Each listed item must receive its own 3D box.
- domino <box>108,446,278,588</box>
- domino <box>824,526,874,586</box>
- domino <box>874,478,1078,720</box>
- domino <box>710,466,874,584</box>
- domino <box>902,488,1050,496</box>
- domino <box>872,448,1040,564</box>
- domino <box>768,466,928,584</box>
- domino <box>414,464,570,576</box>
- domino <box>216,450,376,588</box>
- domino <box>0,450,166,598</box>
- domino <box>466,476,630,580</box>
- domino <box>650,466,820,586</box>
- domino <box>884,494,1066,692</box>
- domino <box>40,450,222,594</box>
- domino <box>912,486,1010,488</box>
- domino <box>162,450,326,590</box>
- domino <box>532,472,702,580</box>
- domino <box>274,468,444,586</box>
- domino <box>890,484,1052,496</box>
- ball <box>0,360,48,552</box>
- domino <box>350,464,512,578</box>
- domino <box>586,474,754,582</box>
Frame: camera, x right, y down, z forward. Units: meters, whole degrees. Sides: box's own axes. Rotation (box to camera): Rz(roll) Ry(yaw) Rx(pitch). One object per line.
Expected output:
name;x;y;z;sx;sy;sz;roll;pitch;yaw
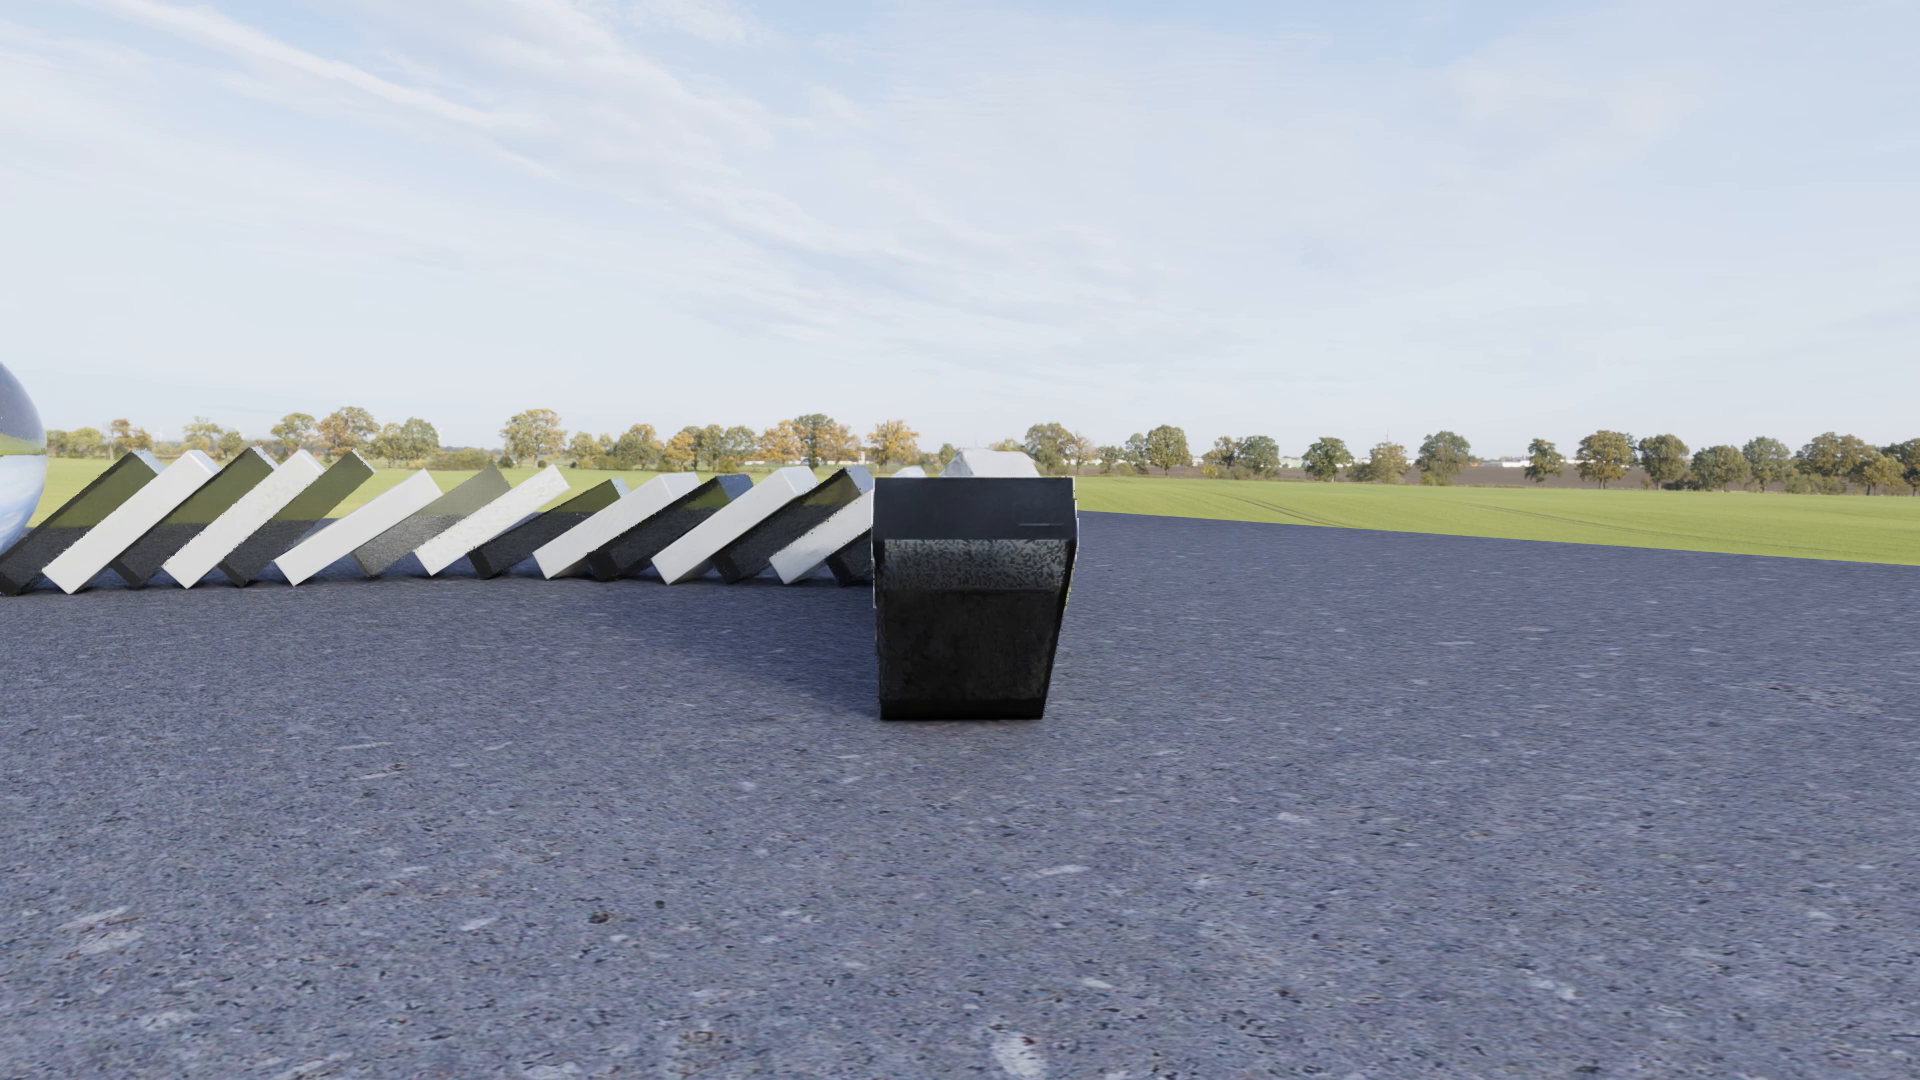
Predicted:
domino;-0.229;-0.008;0.385;0.050;0.009;0.025;-45;19;-14
domino;-0.015;-0.005;0.388;0.050;0.010;0.025;-33;-4;12
domino;0.001;0.010;0.180;0.025;0.009;0.050;0;-34;-2
domino;-0.050;-0.005;0.393;0.050;0.009;0.025;-33;-2;11
domino;0.001;0.007;0.236;0.025;0.010;0.050;0;-28;-4
domino;-0.002;-0.006;0.367;0.025;0.009;0.050;0;-38;-42
domino;-0.032;-0.005;0.393;0.050;0.009;0.025;-33;-2;9
domino;-0.151;-0.007;0.417;0.050;0.009;0.025;-35;11;-16
domino;-0.203;-0.007;0.395;0.050;0.009;0.025;-45;19;-14
domino;-0.255;-0.006;0.372;0.050;0.009;0.025;-45;19;-14
domino;-0.131;-0.004;0.415;0.050;0.009;0.025;-28;7;-4
domino;-0.068;-0.005;0.393;0.050;0.009;0.025;-33;-3;13
domino;0.001;0.010;0.201;0.025;0.009;0.050;0;-29;-2
domino;-0.242;-0.006;0.378;0.050;0.009;0.025;-45;19;-14
domino;-0.003;0.001;0.342;0.025;0.010;0.050;-1;-24;-11
domino;-0.217;-0.007;0.391;0.050;0.009;0.025;-46;19;-14
domino;-0.107;-0.005;0.406;0.050;0.010;0.025;-29;-2;13
domino;-0.187;-0.005;0.401;0.050;0.010;0.025;-36;16;-17
domino;0.001;0.008;0.216;0.025;0.010;0.050;0;-29;-2
ball;-0.302;-0.024;0.357;0.080;0.080;0.080;0;4;0
domino;-0.168;-0.006;0.410;0.050;0.009;0.025;-35;12;-17
domino;-0.089;-0.004;0.401;0.050;0.010;0.025;-29;-2;13
